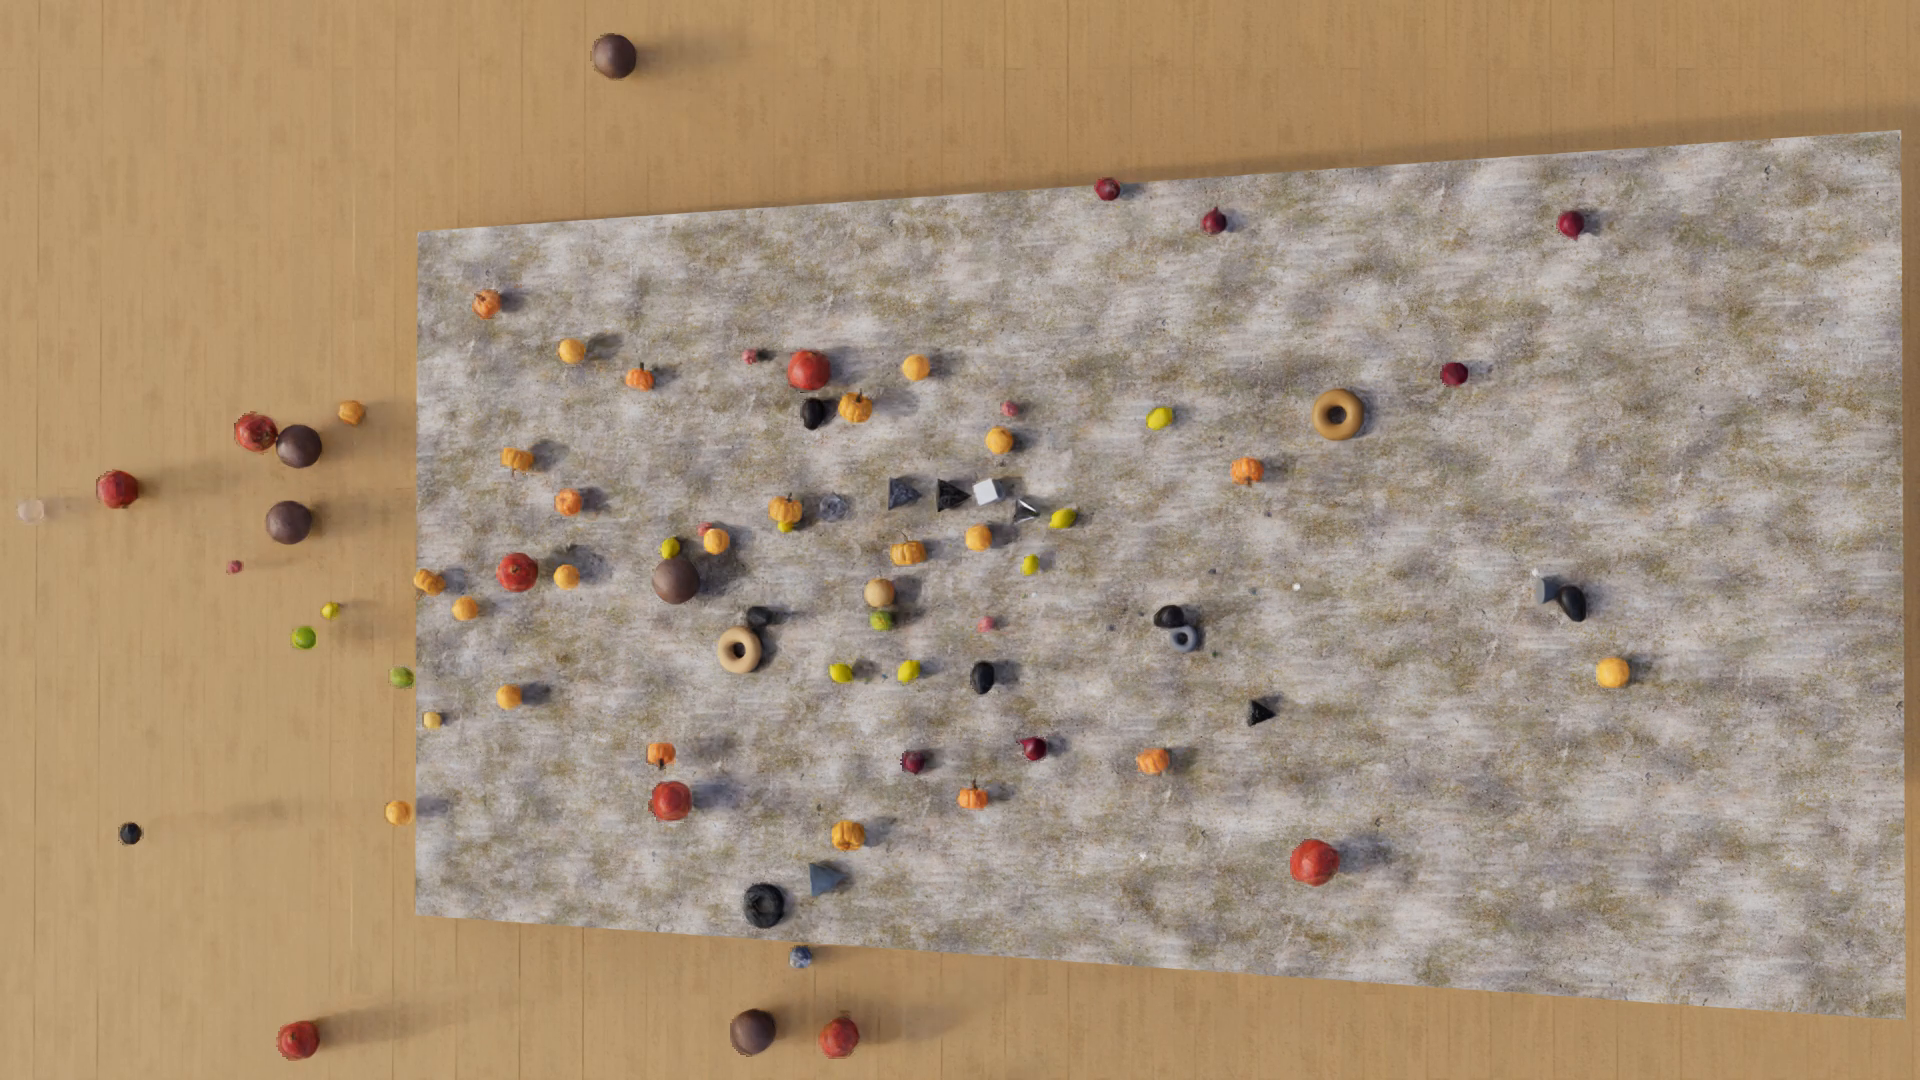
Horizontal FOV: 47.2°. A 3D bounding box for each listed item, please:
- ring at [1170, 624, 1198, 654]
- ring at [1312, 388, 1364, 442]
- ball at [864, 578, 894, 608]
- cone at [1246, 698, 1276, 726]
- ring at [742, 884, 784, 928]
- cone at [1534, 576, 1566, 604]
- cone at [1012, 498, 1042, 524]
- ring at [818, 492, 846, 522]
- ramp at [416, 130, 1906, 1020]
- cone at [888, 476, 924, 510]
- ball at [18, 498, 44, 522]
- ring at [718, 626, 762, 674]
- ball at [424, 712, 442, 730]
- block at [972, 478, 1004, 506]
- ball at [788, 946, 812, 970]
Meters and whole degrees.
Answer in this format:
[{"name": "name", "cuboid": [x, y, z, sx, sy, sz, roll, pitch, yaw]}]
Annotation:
[{"name": "ring", "cuboid": [0.565, 0.249, 5.550, 0.077, 0.026, 0.077, -1, 88, 23]}, {"name": "ring", "cuboid": [0.928, -0.307, 5.401, 0.130, 0.043, 0.130, 0, 90, 21]}, {"name": "ball", "cuboid": [-0.213, 0.140, 5.835, 0.081, 0.081, 0.081, 0, 89, 0]}, {"name": "cone", "cuboid": [0.755, 0.432, 5.468, 0.071, 0.071, 0.071, 4, 89, -6]}, {"name": "ring", "cuboid": [-0.534, 0.995, 5.976, 0.123, 0.041, 0.123, 0, 90, 21]}, {"name": "cone", "cuboid": [1.406, 0.121, 5.210, 0.067, 0.067, 0.067, 3, 89, -10]}, {"name": "cone", "cuboid": [0.176, -0.070, 5.707, 0.072, 0.072, 0.072, 9, 89, -5]}, {"name": "ring", "cuboid": [-0.343, -0.087, 5.920, 0.080, 0.027, 0.080, 0, 90, 21]}, {"name": "ramp", "cuboid": [0.283, 0.087, 5.733, 4.000, 0.100, 2.000, 0, 89, 22]}, {"name": "cone", "cuboid": [-0.142, -0.121, 5.831, 0.092, 0.092, 0.092, 3, 89, -5]}, {"name": "ball", "cuboid": [-2.743, -0.089, 6.492, 0.075, 0.075, 0.075, 0, 89, 0]}, {"name": "ring", "cuboid": [-0.602, 0.301, 6.010, 0.134, 0.045, 0.134, -1, 88, 23]}, {"name": "ball", "cuboid": [-1.530, 0.522, 6.377, 0.051, 0.051, 0.051, 0, 89, 0]}, {"name": "block", "cuboid": [0.075, -0.125, 5.736, 0.055, 0.055, 0.055, -23, 81, 20]}, {"name": "ball", "cuboid": [-0.470, 1.232, 6.480, 0.067, 0.067, 0.067, 0, 89, 0]}]
